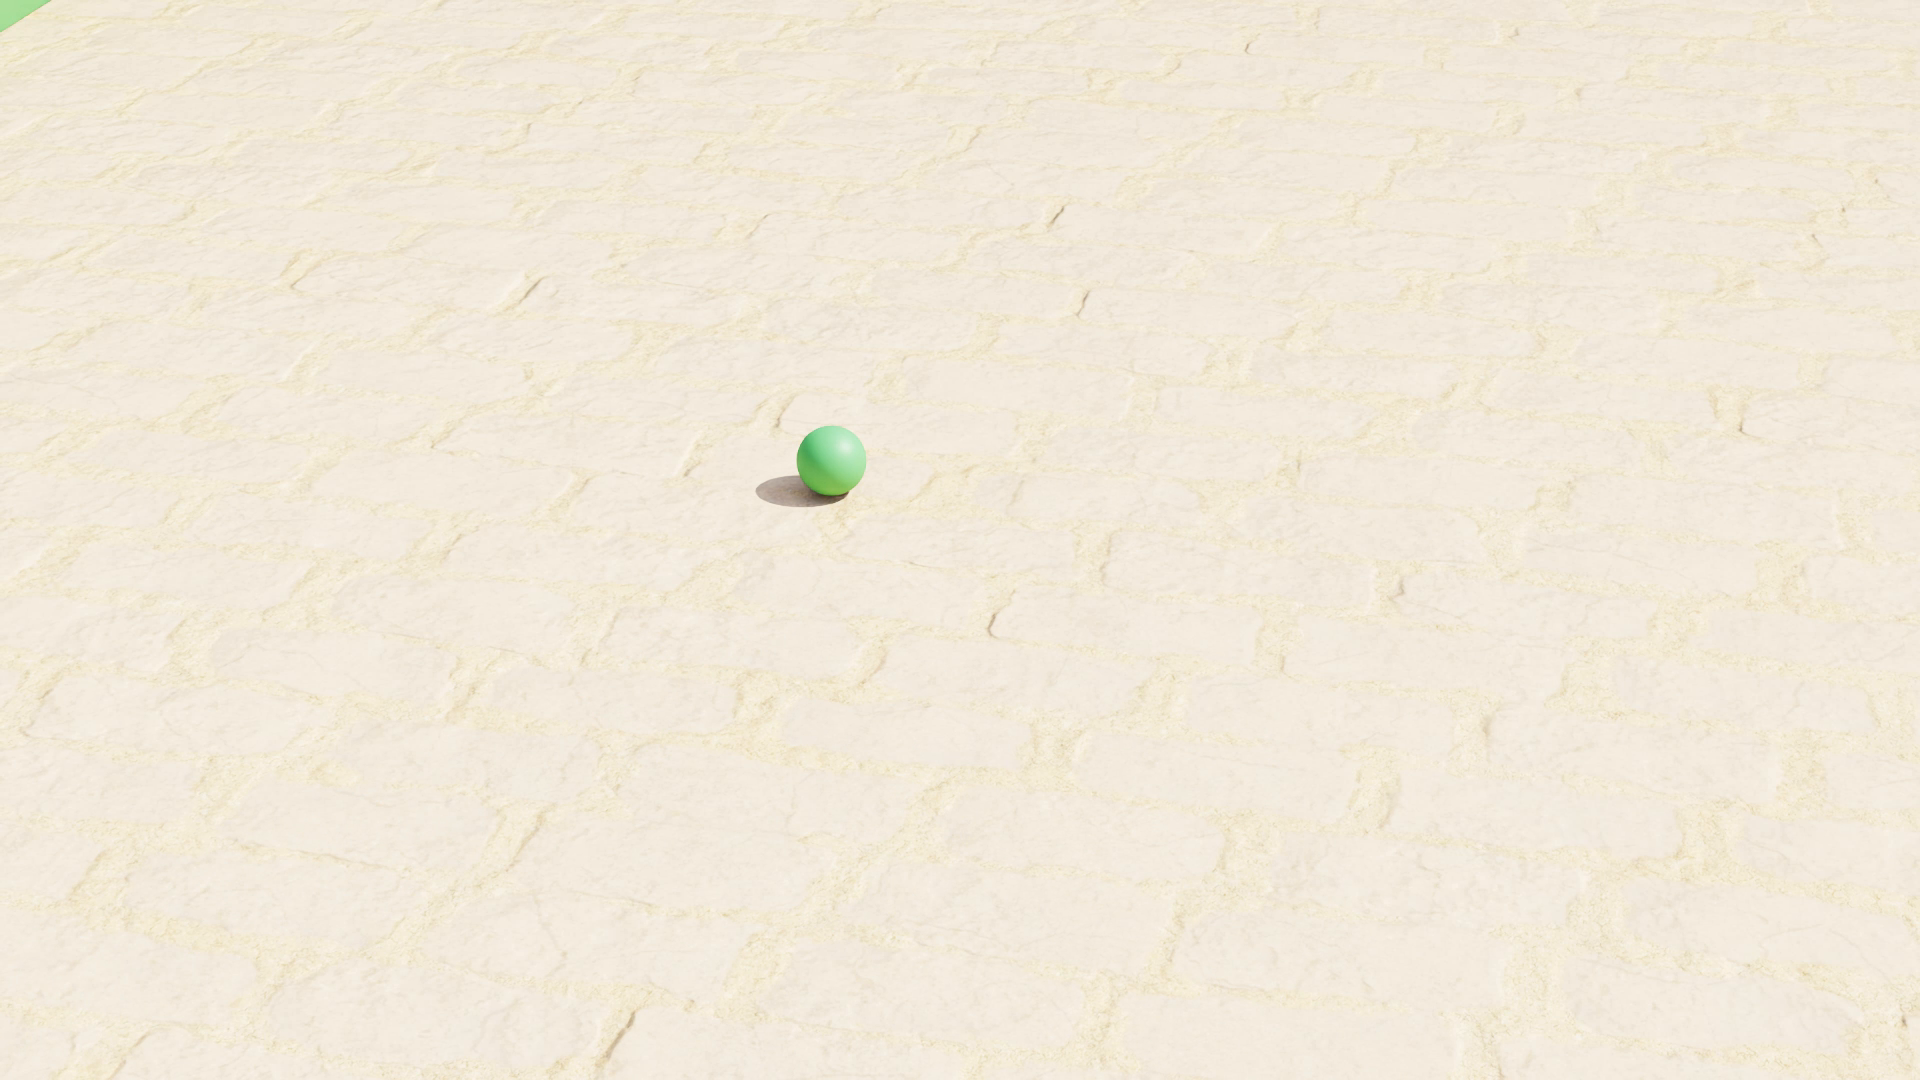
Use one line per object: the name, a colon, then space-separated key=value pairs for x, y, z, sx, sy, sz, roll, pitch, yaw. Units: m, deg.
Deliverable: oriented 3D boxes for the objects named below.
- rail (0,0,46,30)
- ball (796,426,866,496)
rail: x=-0.780 y=-0.563 z=2.655 sx=0.045 sy=0.119 sz=3.649 roll=6 pitch=29 yaw=12
ball: x=-0.079 y=-0.049 z=1.800 sx=0.043 sy=0.043 sz=0.043 roll=0 pitch=29 yaw=0
